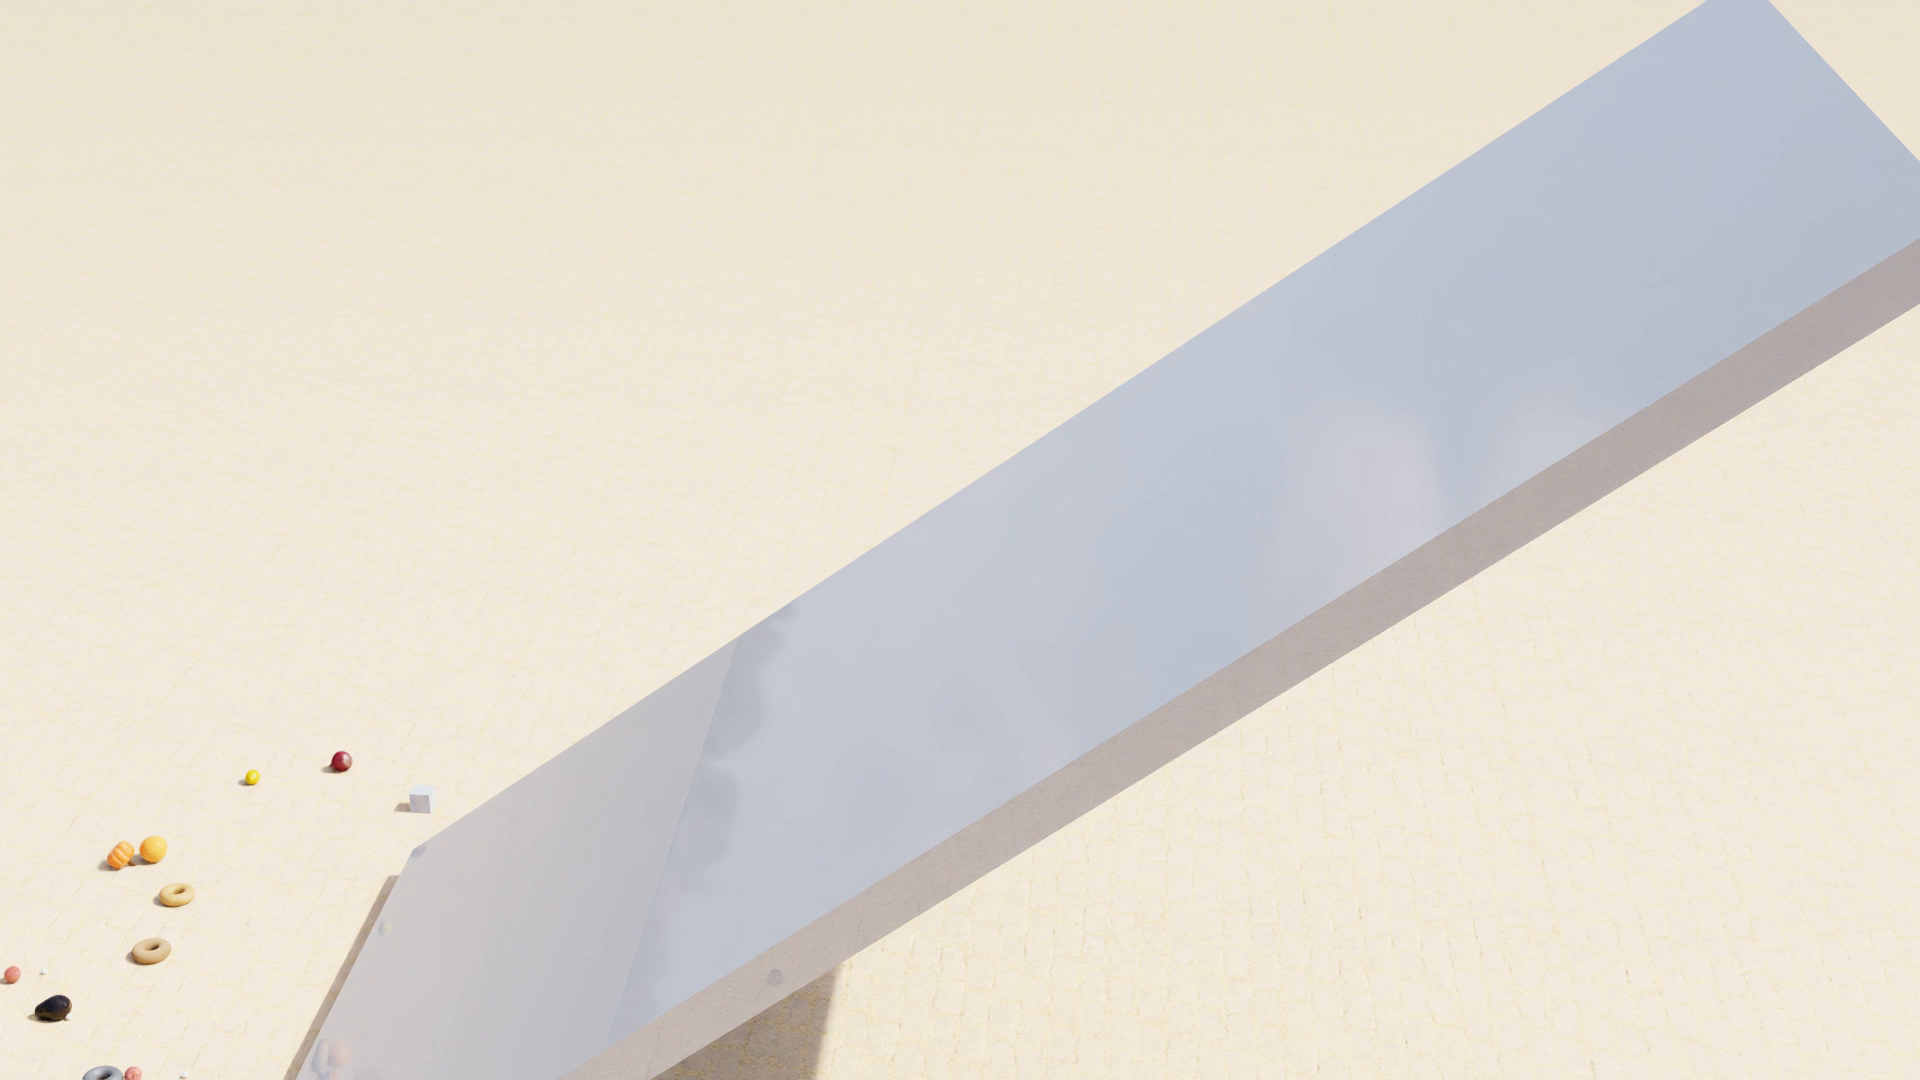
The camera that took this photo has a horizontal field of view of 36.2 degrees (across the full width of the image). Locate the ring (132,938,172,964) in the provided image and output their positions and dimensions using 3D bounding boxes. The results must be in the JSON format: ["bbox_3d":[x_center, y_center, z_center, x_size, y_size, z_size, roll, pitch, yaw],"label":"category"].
[{"bbox_3d":[-2.033,1.033,7.397,0.098,0.033,0.098,-1,23,0],"label":"ring"}]

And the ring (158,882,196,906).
[{"bbox_3d":[-2.042,0.924,7.670,0.094,0.031,0.094,1,22,0],"label":"ring"}]

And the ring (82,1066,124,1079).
[{"bbox_3d":[-1.995,1.255,6.843,0.094,0.031,0.094,0,23,0],"label":"ring"}]

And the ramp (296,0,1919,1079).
[{"bbox_3d":[0.133,0.176,6.311,4.000,0.100,2.000,-33,16,16],"label":"ramp"}]

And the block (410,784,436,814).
[{"bbox_3d":[-1.488,0.718,8.148,0.058,0.058,0.058,3,22,7],"label":"block"}]
